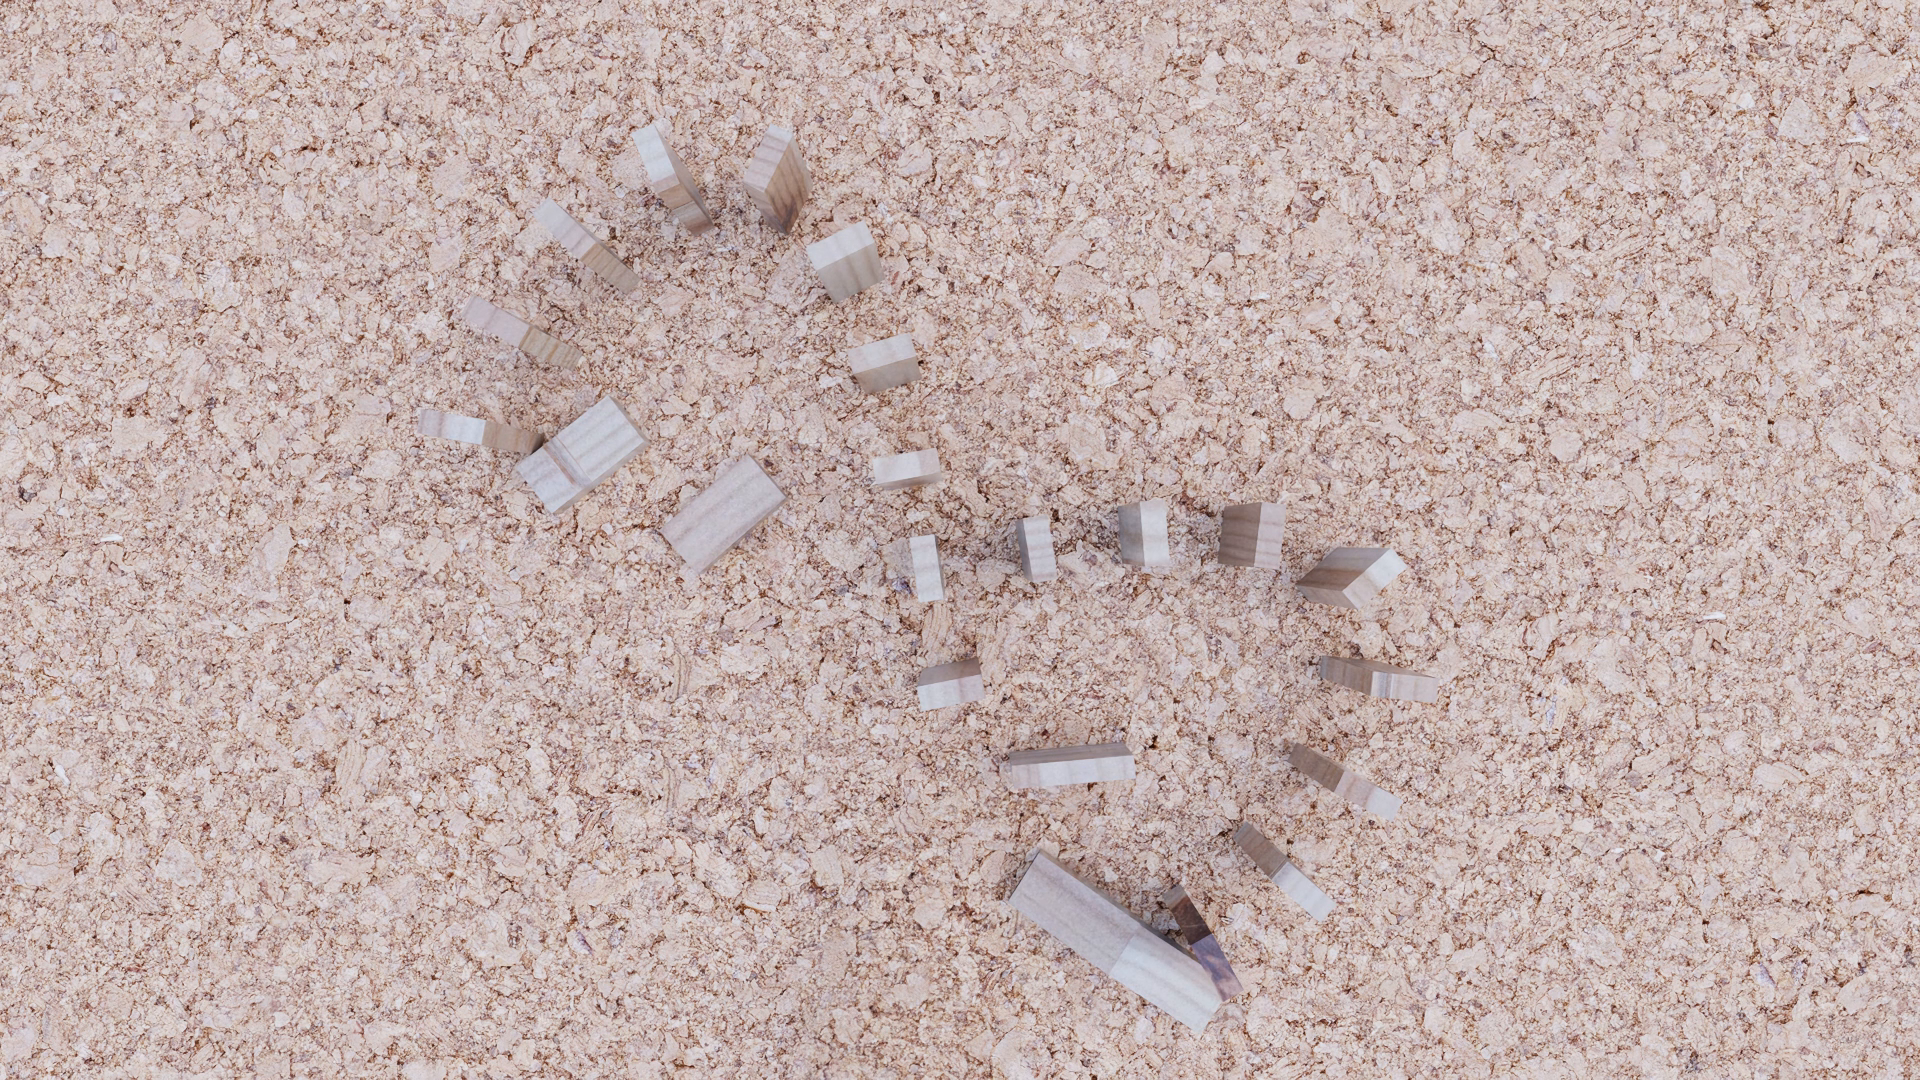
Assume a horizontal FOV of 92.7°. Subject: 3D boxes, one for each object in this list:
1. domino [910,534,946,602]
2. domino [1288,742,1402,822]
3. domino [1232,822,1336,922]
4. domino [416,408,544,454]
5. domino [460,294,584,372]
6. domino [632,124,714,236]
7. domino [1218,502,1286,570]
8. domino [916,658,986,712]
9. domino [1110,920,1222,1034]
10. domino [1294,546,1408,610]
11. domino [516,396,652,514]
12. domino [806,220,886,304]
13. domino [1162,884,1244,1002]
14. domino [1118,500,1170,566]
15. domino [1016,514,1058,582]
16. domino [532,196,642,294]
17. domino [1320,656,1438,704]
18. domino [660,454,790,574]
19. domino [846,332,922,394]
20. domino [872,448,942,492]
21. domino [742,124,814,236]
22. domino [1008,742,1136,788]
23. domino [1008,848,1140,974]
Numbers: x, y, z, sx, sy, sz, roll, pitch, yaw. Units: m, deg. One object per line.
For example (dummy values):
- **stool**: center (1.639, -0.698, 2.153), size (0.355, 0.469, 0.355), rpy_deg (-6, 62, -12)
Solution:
- **domino**: center (-0.013, 0.011, 0.375), size (0.009, 0.050, 0.025), rpy_deg (-8, 90, 0)
- **domino**: center (0.156, 0.098, 0.375), size (0.025, 0.050, 0.009), rpy_deg (27, 90, 0)
- **domino**: center (0.131, 0.135, 0.375), size (0.025, 0.050, 0.010), rpy_deg (41, 90, 0)
- **domino**: center (-0.194, -0.043, 0.375), size (0.025, 0.050, 0.010), rpy_deg (10, 90, 0)
- **domino**: center (-0.178, -0.084, 0.375), size (0.025, 0.050, 0.009), rpy_deg (30, 90, 0)
- **domino**: center (-0.116, -0.146, 0.375), size (0.009, 0.050, 0.025), rpy_deg (-24, 90, 0)
- **domino**: center (0.119, -0.002, 0.375), size (0.010, 0.050, 0.025), rpy_deg (7, 90, 0)
- **domino**: center (-0.003, 0.058, 0.375), size (0.025, 0.050, 0.009), rpy_deg (-11, 90, 0)
- **domino**: center (0.088, 0.187, 0.395), size (0.050, 0.010, 0.025), rpy_deg (33, 90, 0)
- **domino**: center (0.159, 0.015, 0.375), size (0.025, 0.050, 0.010), rpy_deg (-42, 90, 0)
- **domino**: center (-0.162, -0.037, 0.395), size (0.050, 0.009, 0.025), rpy_deg (-38, 90, 0)
- **domino**: center (-0.046, -0.113, 0.375), size (0.025, 0.050, 0.009), rpy_deg (-26, 90, 0)
- **domino**: center (0.098, 0.163, 0.375), size (0.010, 0.050, 0.025), rpy_deg (-29, 90, 0)
- **domino**: center (0.074, -0.003, 0.375), size (0.010, 0.050, 0.025), rpy_deg (-5, 90, 0)
- **domino**: center (0.031, 0.003, 0.375), size (0.009, 0.050, 0.025), rpy_deg (-10, 90, 0)
- **domino**: center (-0.151, -0.119, 0.375), size (0.025, 0.050, 0.009), rpy_deg (44, 90, 0)
- **domino**: center (0.170, 0.056, 0.375), size (0.025, 0.050, 0.009), rpy_deg (6, 90, 0)
- **domino**: center (-0.101, -0.011, 0.395), size (0.050, 0.009, 0.025), rpy_deg (-41, 90, 0)
- **domino**: center (-0.030, -0.071, 0.375), size (0.025, 0.050, 0.009), rpy_deg (-16, 90, 0)
- **domino**: center (-0.020, -0.028, 0.375), size (0.025, 0.050, 0.009), rpy_deg (-11, 90, 0)
- **domino**: center (-0.074, -0.146, 0.375), size (0.010, 0.050, 0.025), rpy_deg (27, 90, 0)
- **domino**: center (0.047, 0.095, 0.388), size (0.050, 0.025, 0.010), rpy_deg (-5, 90, 0)
- **domino**: center (0.048, 0.158, 0.391), size (0.050, 0.010, 0.025), rpy_deg (32, 90, 11)
